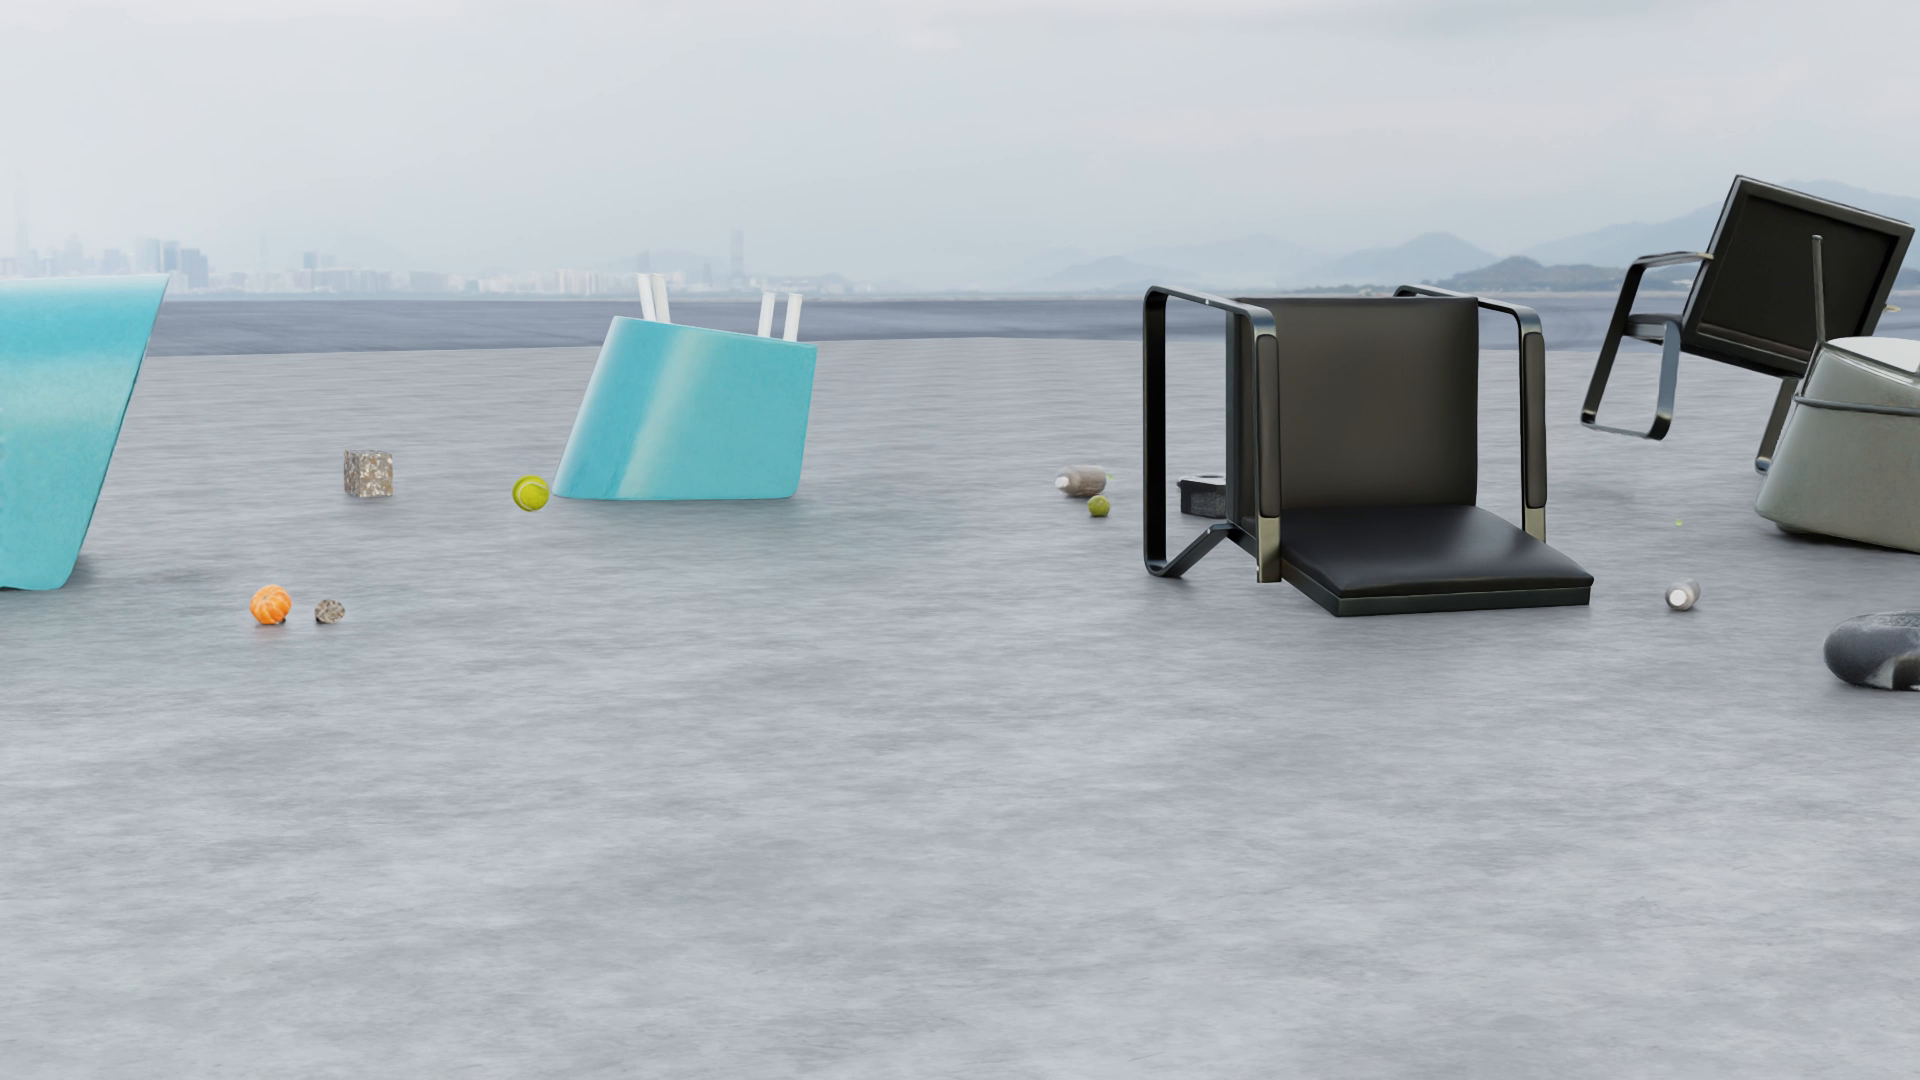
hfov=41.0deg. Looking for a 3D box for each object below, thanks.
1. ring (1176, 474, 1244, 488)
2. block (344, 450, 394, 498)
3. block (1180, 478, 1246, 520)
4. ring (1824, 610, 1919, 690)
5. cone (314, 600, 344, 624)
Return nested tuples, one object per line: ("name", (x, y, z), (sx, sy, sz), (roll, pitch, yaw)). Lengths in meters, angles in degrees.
("ring", (0.772, -0.176, 7.917), (0.201, 0.043, 0.276), (3, 7, 25))
("block", (-1.791, -0.203, 7.763), (0.099, 0.127, 0.209), (-3, 7, -26))
("block", (0.697, -0.114, 7.061), (0.093, 0.094, 0.205), (-2, 6, -23))
("ring", (1.583, 0.180, 4.172), (0.375, 0.104, 0.262), (-2, 8, -17))
("cone", (-1.218, 0.144, 4.904), (0.062, 0.047, 0.063), (-5, -13, -40))
